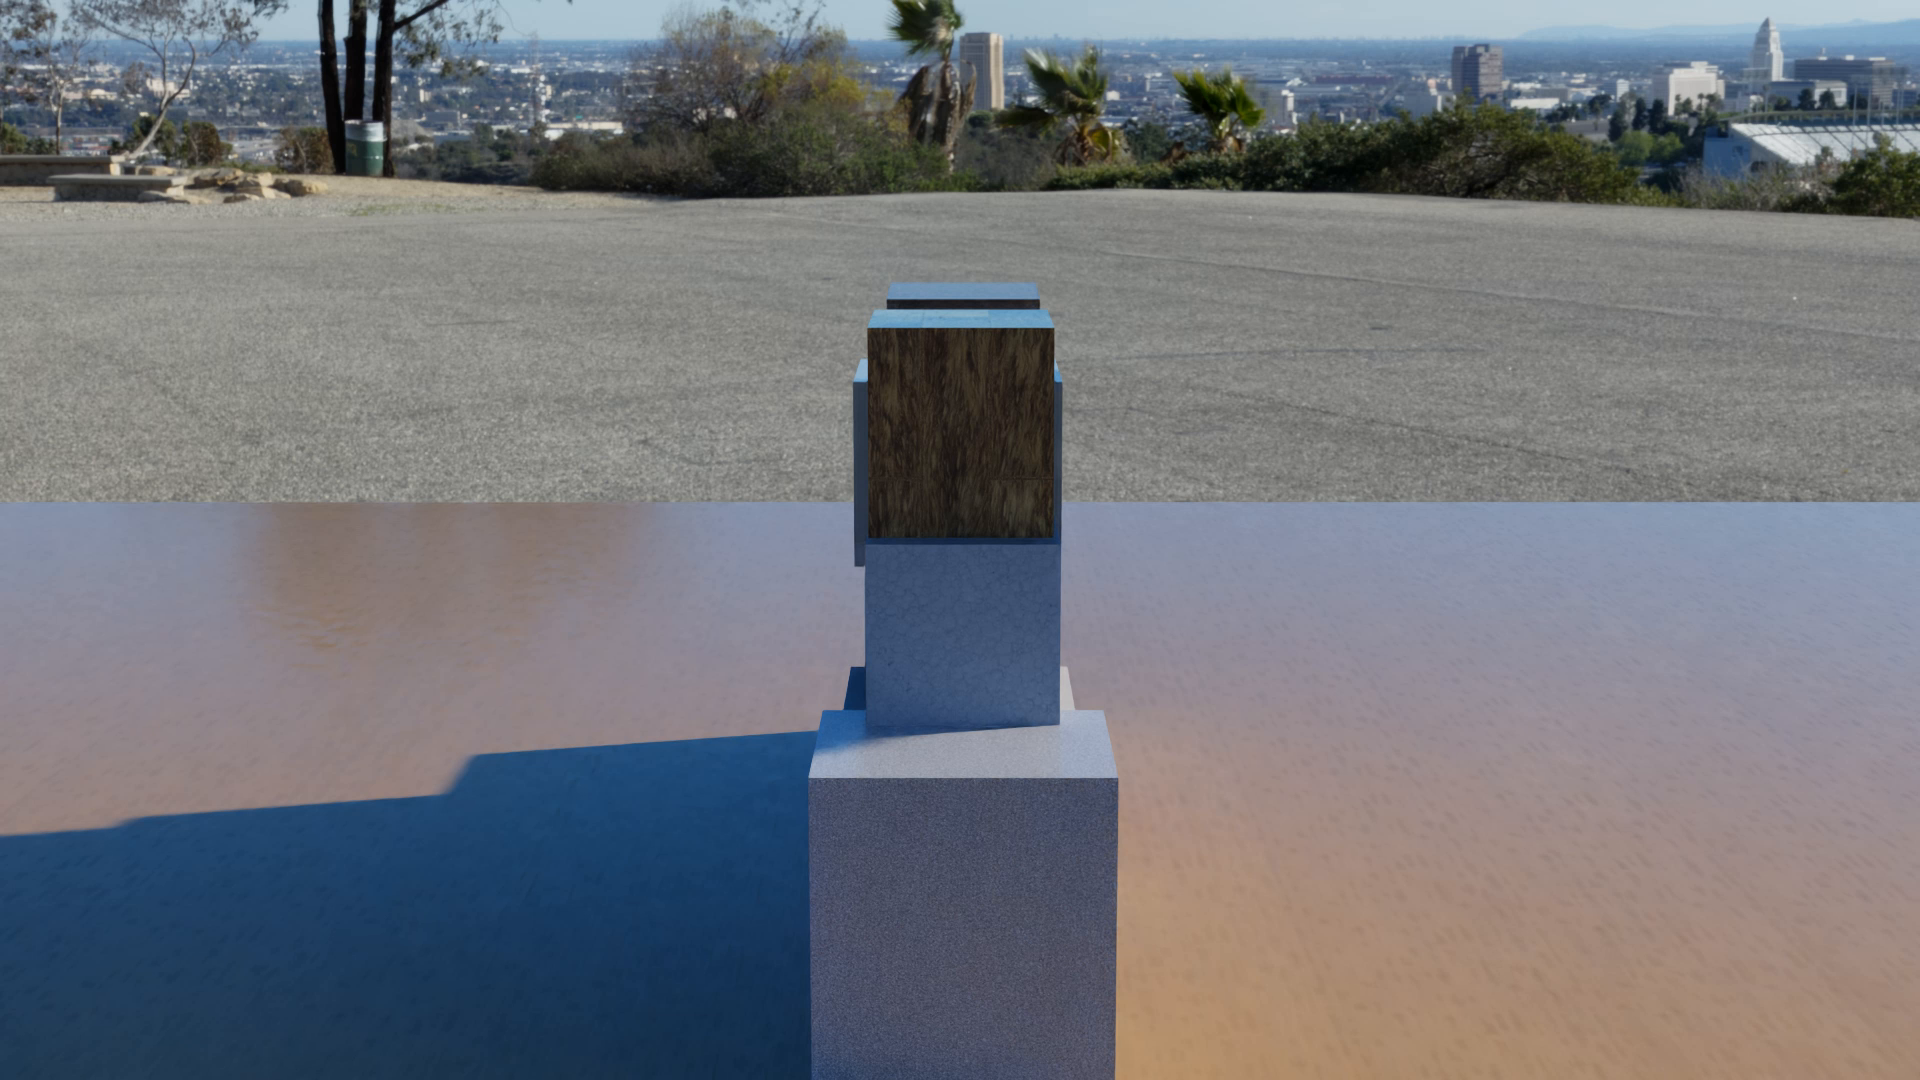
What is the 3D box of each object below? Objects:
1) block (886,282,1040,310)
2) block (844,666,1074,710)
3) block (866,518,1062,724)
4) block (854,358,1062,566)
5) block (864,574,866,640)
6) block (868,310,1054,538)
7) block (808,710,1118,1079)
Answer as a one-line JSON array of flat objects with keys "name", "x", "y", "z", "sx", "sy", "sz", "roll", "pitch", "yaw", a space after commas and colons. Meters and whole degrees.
[{"name": "block", "x": 0.015, "y": -0.837, "z": 12.363, "sx": 0.714, "sy": 0.734, "sz": 0.741, "roll": 0, "pitch": 12, "yaw": 0}, {"name": "block", "x": -0.004, "y": 1.094, "z": 11.034, "sx": 0.963, "sy": 0.901, "sz": 0.965, "roll": 0, "pitch": 10, "yaw": 0}, {"name": "block", "x": 0.011, "y": 0.280, "z": 9.752, "sx": 0.711, "sy": 0.672, "sz": 0.782, "roll": 0, "pitch": 10, "yaw": 0}, {"name": "block", "x": -0.009, "y": -0.333, "z": 10.590, "sx": 0.827, "sy": 0.743, "sz": 0.805, "roll": 0, "pitch": 11, "yaw": 0}, {"name": "block", "x": 0.005, "y": 0.600, "z": 13.439, "sx": 0.970, "sy": 1.012, "sz": 0.907, "roll": 0, "pitch": 10, "yaw": 0}, {"name": "block", "x": 0.004, "y": -0.456, "z": 9.760, "sx": 0.679, "sy": 0.774, "sz": 0.779, "roll": 0, "pitch": 10, "yaw": 0}, {"name": "block", "x": 0.012, "y": 1.288, "z": 9.283, "sx": 1.054, "sy": 1.145, "sz": 0.944, "roll": 0, "pitch": 10, "yaw": 0}]
